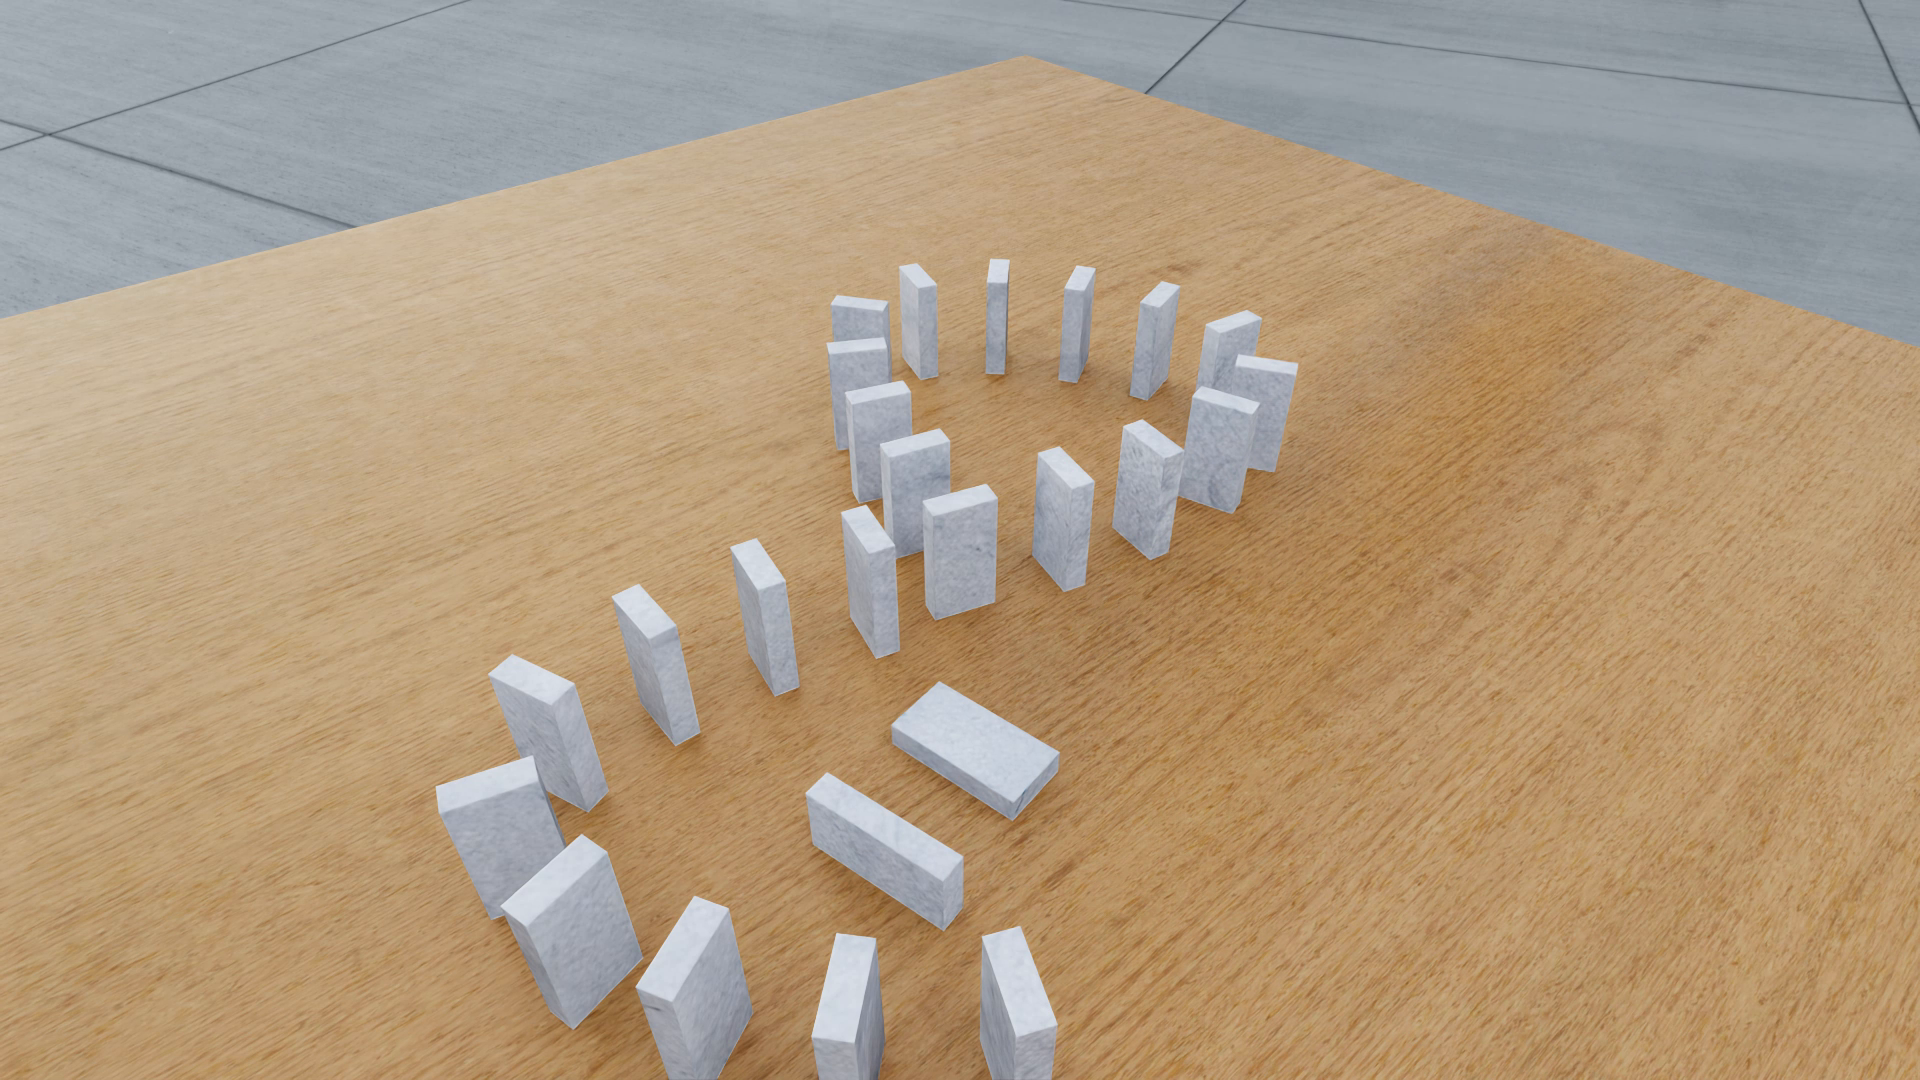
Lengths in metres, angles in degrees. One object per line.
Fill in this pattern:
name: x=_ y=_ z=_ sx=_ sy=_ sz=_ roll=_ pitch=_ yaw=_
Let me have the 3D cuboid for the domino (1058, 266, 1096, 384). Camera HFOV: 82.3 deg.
domino: x=0.057 y=-0.106 z=0.541 sx=0.010 sy=0.050 sz=0.025 roll=12 pitch=41 yaw=14

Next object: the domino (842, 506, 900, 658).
domino: x=-0.032 y=0.015 z=0.393 sx=0.009 sy=0.050 sz=0.025 roll=-18 pitch=42 yaw=-20

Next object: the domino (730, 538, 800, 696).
domino: x=-0.067 y=0.027 z=0.378 sx=0.010 sy=0.050 sz=0.025 roll=-20 pitch=43 yaw=-23

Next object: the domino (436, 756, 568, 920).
domino: x=-0.126 y=0.084 z=0.309 sx=0.025 sy=0.050 sz=0.009 roll=-17 pitch=42 yaw=-19

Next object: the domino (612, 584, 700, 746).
domino: x=-0.099 y=0.041 z=0.361 sx=0.009 sy=0.050 sz=0.025 roll=-28 pitch=47 yaw=-30

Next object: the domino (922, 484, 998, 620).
domino: x=0.000 y=0.005 z=0.405 sx=0.025 sy=0.050 sz=0.009 roll=-16 pitch=42 yaw=-19

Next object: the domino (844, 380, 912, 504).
domino: x=-0.033 y=-0.041 z=0.461 sx=0.025 sy=0.050 sz=0.009 roll=-14 pitch=41 yaw=-17

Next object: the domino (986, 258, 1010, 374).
domino: x=0.019 y=-0.111 z=0.547 sx=0.009 sy=0.050 sz=0.025 roll=3 pitch=39 yaw=4

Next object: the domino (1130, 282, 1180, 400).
domino: x=0.093 y=-0.095 z=0.528 sx=0.010 sy=0.050 sz=0.025 roll=21 pitch=44 yaw=24

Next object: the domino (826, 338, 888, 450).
domino: x=-0.044 y=-0.065 z=0.490 sx=0.025 sy=0.050 sz=0.009 roll=-7 pitch=40 yaw=-9

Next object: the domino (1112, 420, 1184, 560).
domino: x=0.074 y=-0.020 z=0.435 sx=0.010 sy=0.050 sz=0.025 roll=-21 pitch=44 yaw=-24

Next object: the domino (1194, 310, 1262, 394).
domino: x=0.123 y=-0.078 z=0.507 sx=0.025 sy=0.050 sz=0.010 roll=-22 pitch=44 yaw=-24

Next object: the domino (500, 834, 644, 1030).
domino: x=-0.100 y=0.103 z=0.286 sx=0.009 sy=0.050 sz=0.025 roll=23 pitch=45 yaw=26

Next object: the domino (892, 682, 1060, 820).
domino: x=0.005 y=0.068 z=0.360 sx=0.050 sy=0.009 sz=0.025 roll=27 pitch=46 yaw=29

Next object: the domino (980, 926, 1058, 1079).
domino: x=0.013 y=0.119 z=0.266 sx=0.010 sy=0.050 sz=0.025 roll=-11 pitch=41 yaw=-13

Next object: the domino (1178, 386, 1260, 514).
domino: x=0.107 y=-0.037 z=0.457 sx=0.025 sy=0.050 sz=0.009 roll=21 pitch=44 yaw=24

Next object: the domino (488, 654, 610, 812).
domino: x=-0.126 y=0.060 z=0.338 sx=0.025 sy=0.050 sz=0.010 roll=19 pitch=43 yaw=22

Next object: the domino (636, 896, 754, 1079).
domino: x=-0.064 y=0.114 z=0.272 sx=0.010 sy=0.050 sz=0.025 roll=14 pitch=41 yaw=16

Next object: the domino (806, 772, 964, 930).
domino: x=-0.022 y=0.090 z=0.321 sx=0.050 sy=0.025 sz=0.009 roll=25 pitch=45 yaw=27

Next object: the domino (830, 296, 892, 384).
domino: x=-0.046 y=-0.090 z=0.521 sx=0.025 sy=0.050 sz=0.010 roll=9 pitch=40 yaw=10

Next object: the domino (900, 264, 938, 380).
domino: x=-0.020 y=-0.108 z=0.543 sx=0.010 sy=0.050 sz=0.025 roll=-15 pitch=42 yaw=-18

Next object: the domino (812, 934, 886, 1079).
domino: x=-0.026 y=0.120 z=0.265 sx=0.009 sy=0.050 sz=0.025 roll=5 pitch=40 yaw=6

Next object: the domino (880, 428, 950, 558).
domino: x=-0.017 y=-0.018 z=0.433 sx=0.025 sy=0.050 sz=0.009 roll=-17 pitch=42 yaw=-19

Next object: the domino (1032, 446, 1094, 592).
domino: x=0.039 y=-0.008 z=0.421 sx=0.010 sy=0.050 sz=0.025 roll=-18 pitch=43 yaw=-20

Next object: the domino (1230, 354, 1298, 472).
domino: x=0.129 y=-0.055 z=0.478 sx=0.025 sy=0.050 sz=0.009 roll=11 pitch=41 yaw=14
